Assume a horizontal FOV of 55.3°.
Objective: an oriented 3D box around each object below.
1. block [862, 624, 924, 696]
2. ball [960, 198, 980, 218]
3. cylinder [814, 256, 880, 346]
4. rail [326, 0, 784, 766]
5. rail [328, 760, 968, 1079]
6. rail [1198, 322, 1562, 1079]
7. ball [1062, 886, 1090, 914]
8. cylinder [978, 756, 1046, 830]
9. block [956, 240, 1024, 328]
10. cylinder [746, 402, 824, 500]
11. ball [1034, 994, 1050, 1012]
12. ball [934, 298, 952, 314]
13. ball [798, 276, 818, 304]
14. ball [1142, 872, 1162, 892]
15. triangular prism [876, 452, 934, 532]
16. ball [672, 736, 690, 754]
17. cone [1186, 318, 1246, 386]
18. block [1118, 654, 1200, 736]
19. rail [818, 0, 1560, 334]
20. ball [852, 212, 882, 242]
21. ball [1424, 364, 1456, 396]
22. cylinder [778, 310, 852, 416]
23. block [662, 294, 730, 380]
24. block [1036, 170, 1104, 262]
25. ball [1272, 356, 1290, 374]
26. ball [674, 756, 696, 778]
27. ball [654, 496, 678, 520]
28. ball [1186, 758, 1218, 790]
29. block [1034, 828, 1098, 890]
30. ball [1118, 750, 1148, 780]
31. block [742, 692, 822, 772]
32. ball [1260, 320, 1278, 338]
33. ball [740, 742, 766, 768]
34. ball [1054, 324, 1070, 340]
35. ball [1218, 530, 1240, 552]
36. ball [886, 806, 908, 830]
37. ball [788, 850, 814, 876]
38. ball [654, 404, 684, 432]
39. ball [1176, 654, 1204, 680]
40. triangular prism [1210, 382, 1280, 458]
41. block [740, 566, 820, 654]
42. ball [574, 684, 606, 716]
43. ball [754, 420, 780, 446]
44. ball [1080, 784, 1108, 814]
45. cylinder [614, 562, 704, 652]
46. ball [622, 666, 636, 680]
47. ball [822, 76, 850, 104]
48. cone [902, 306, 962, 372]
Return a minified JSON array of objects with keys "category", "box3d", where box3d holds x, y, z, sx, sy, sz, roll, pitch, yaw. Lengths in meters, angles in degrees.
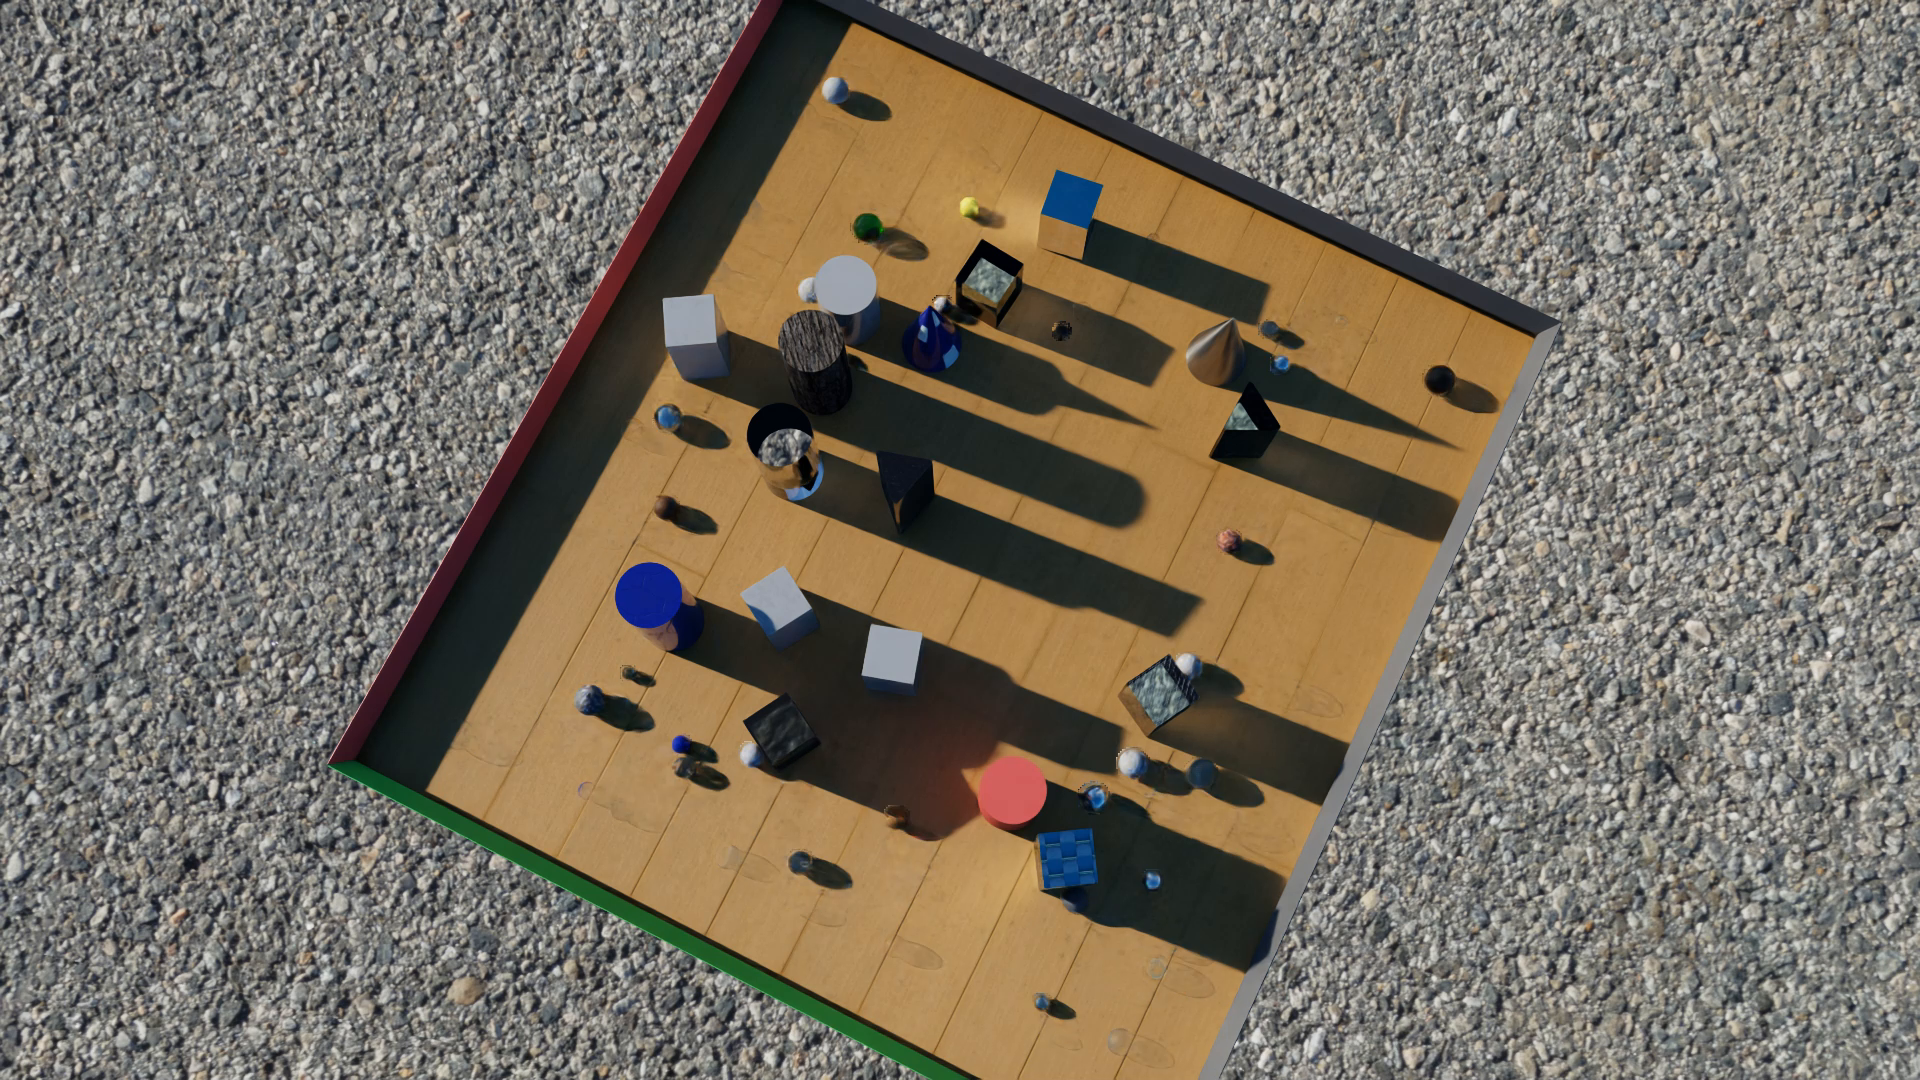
[{"category":"block","box3d":[-0.194,0.357,5.386,0.150,0.307,0.150,10,78,2]},{"category":"ball","box3d":[0.030,-1.054,5.802,0.063,0.063,0.063,0,78,0]},{"category":"cylinder","box3d":[-0.342,-0.732,5.618,0.188,0.294,0.188,0,78,0]},{"category":"rail","box3d":[-1.190,-0.576,5.672,0.045,0.122,2.870,26,80,5]},{"category":"rail","box3d":[-0.631,1.243,5.296,2.708,0.122,0.045,26,80,5]},{"category":"rail","box3d":[1.190,0.589,5.431,0.045,0.122,2.870,26,80,5]},{"category":"ball","box3d":[0.339,1.052,5.357,0.078,0.078,0.078,0,78,0]},{"category":"cylinder","box3d":[0.147,0.732,5.272,0.188,0.378,0.188,0,78,0]},{"category":"block","box3d":[0.089,-0.787,5.654,0.150,0.245,0.150,32,80,6]},{"category":"cylinder","box3d":[-0.515,-0.257,5.447,0.188,0.437,0.188,0,78,0]},{"category":"ball","box3d":[0.238,1.343,5.314,0.048,0.048,0.048,0,78,0]},{"category":"ball","box3d":[-0.053,-0.734,5.741,0.054,0.054,0.054,0,78,0]},{"category":"ball","box3d":[-0.461,-0.778,5.717,0.085,0.085,0.085,0,78,0]},{"category":"ball","box3d":[0.566,1.002,5.380,0.058,0.058,0.058,0,78,0]},{"category":"triangular prism","box3d":[-0.185,-0.167,5.438,0.141,0.417,0.163,40,81,8]},{"category":"ball","box3d":[-0.832,0.610,5.462,0.055,0.055,0.055,0,78,0]},{"category":"cone","box3d":[0.801,-0.611,5.542,0.188,0.394,0.188,0,78,0]},{"category":"block","box3d":[0.578,0.459,5.366,0.150,0.306,0.150,-34,80,-7]},{"category":"rail","box3d":[0.631,-1.230,5.807,2.708,0.122,0.045,26,80,5]},{"category":"ball","box3d":[-0.290,-0.984,5.772,0.094,0.094,0.094,0,78,0]},{"category":"ball","box3d":[1.486,-0.495,5.671,0.094,0.094,0.094,0,78,0]},{"category":"cylinder","box3d":[-0.429,-0.525,5.489,0.188,0.462,0.188,0,78,0]},{"category":"block","box3d":[-0.797,-0.613,5.570,0.150,0.339,0.150,-5,78,-1]},{"category":"block","box3d":[0.339,-1.003,5.681,0.150,0.279,0.150,19,79,4]},{"category":"ball","box3d":[1.000,-0.546,5.700,0.057,0.057,0.057,0,78,0]},{"category":"ball","box3d":[-0.820,0.676,5.443,0.065,0.065,0.065,0,78,0]},{"category":"ball","box3d":[-0.897,-0.097,5.598,0.075,0.075,0.075,0,78,0]},{"category":"ball","box3d":[0.716,0.694,5.425,0.093,0.093,0.093,0,78,0]},{"category":"block","box3d":[0.299,0.916,5.243,0.150,0.360,0.150,-6,78,-1]},{"category":"ball","box3d":[0.515,0.664,5.434,0.088,0.088,0.088,0,78,0]},{"category":"block","box3d":[-0.519,0.565,5.371,0.150,0.252,0.150,-33,80,-7]},{"category":"ball","box3d":[0.967,-0.659,5.724,0.055,0.055,0.055,0,78,0]},{"category":"ball","box3d":[-0.615,0.639,5.447,0.073,0.073,0.073,0,78,0]},{"category":"ball","box3d":[0.319,-0.651,5.727,0.047,0.047,0.047,0,78,0]},{"category":"ball","box3d":[0.820,0.004,5.580,0.070,0.070,0.070,0,78,0]},{"category":"ball","box3d":[-0.187,0.821,5.413,0.067,0.067,0.067,0,78,0]},{"category":"ball","box3d":[-0.468,0.950,5.382,0.074,0.074,0.074,0,78,0]},{"category":"ball","box3d":[-0.898,-0.376,5.649,0.090,0.090,0.090,0,78,0]},{"category":"ball","box3d":[0.687,0.381,5.495,0.083,0.083,0.083,0,78,0]},{"category":"triangular prism","box3d":[0.851,-0.360,5.518,0.163,0.339,0.141,0,78,0]},{"category":"block","box3d":[-0.527,0.208,5.406,0.150,0.327,0.150,-33,80,-6]},{"category":"ball","box3d":[-1.106,0.478,5.471,0.091,0.091,0.091,0,78,0]},{"category":"ball","box3d":[-0.594,-0.330,5.642,0.075,0.075,0.075,0,78,0]},{"category":"ball","box3d":[0.396,0.764,5.415,0.085,0.085,0.085,0,78,0]},{"category":"cylinder","box3d":[-0.870,0.201,5.341,0.188,0.457,0.188,0,78,0]},{"category":"ball","box3d":[-0.996,0.400,5.513,0.040,0.040,0.040,0,78,0]},{"category":"ball","box3d":[-0.398,-1.440,5.870,0.087,0.087,0.087,0,78,0]},{"category":"cone","box3d":[-0.088,-0.653,5.563,0.188,0.369,0.188,0,78,0]}]
